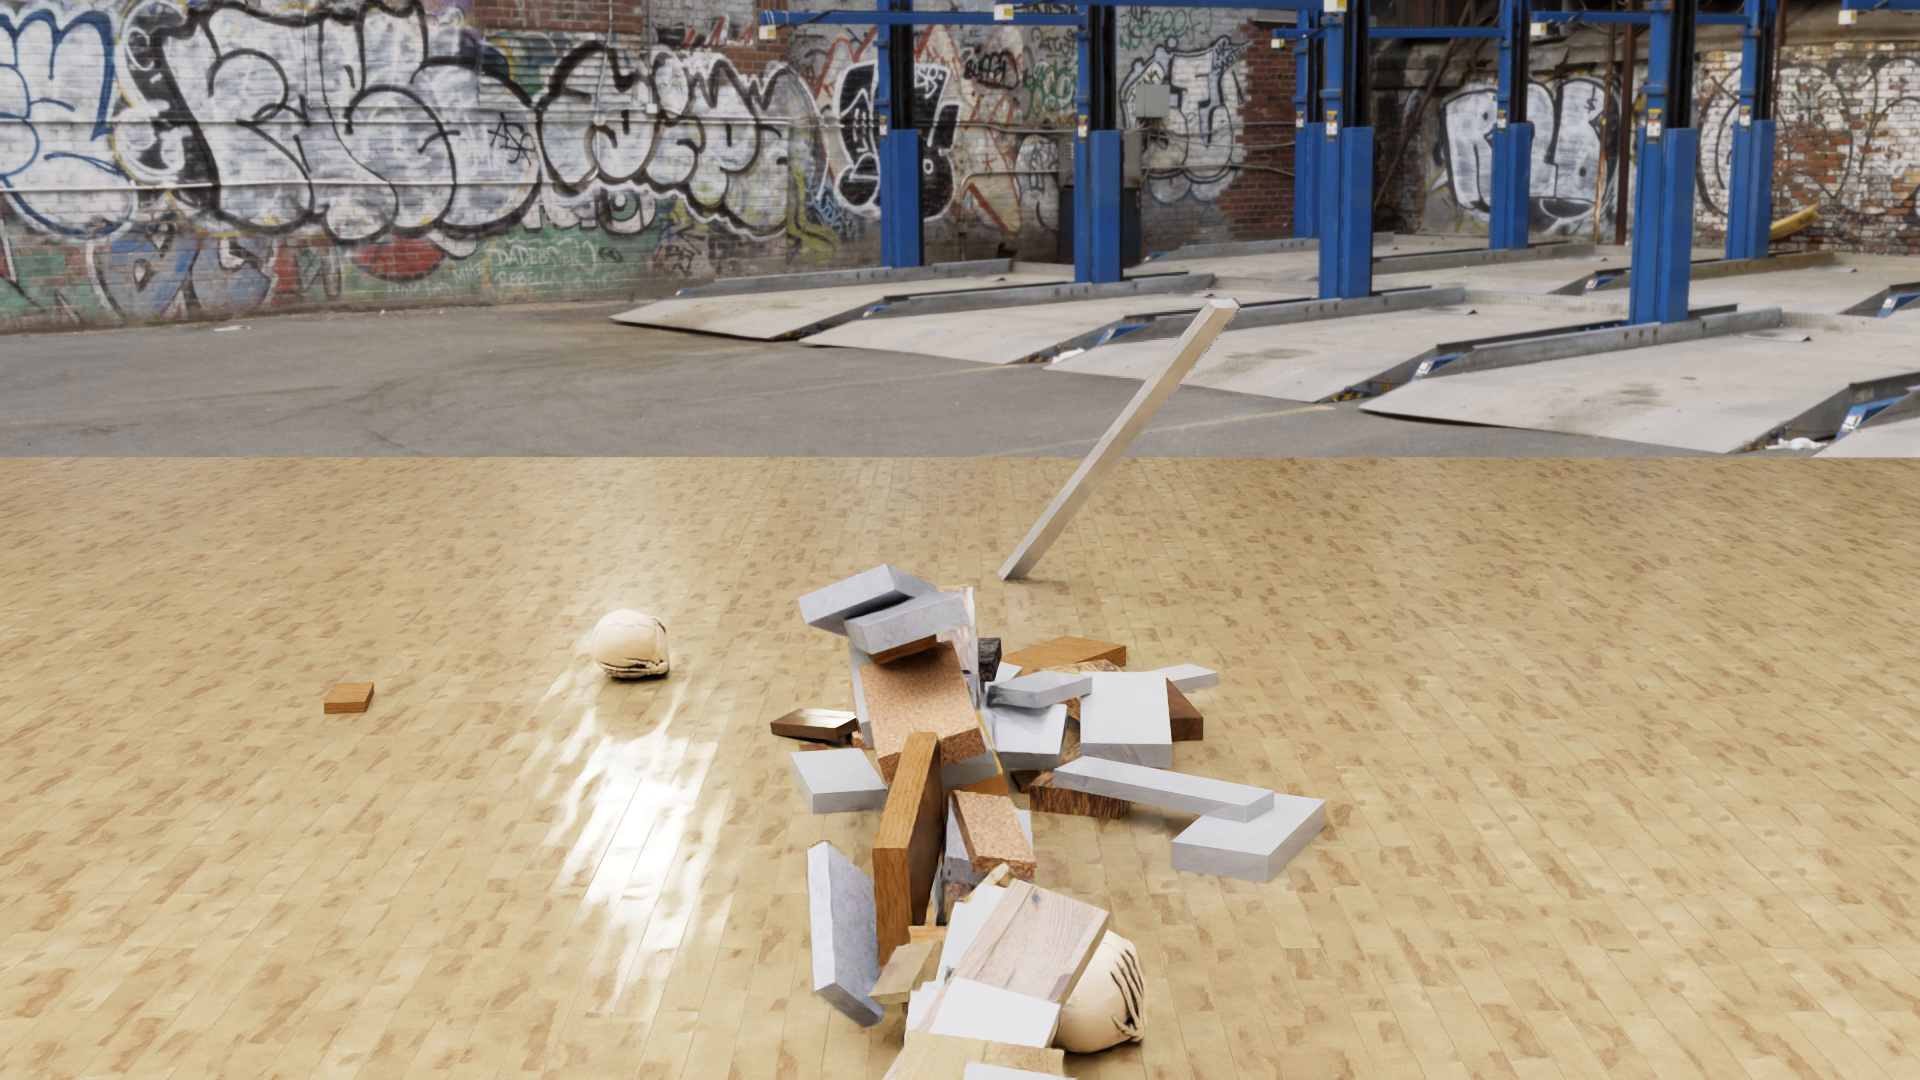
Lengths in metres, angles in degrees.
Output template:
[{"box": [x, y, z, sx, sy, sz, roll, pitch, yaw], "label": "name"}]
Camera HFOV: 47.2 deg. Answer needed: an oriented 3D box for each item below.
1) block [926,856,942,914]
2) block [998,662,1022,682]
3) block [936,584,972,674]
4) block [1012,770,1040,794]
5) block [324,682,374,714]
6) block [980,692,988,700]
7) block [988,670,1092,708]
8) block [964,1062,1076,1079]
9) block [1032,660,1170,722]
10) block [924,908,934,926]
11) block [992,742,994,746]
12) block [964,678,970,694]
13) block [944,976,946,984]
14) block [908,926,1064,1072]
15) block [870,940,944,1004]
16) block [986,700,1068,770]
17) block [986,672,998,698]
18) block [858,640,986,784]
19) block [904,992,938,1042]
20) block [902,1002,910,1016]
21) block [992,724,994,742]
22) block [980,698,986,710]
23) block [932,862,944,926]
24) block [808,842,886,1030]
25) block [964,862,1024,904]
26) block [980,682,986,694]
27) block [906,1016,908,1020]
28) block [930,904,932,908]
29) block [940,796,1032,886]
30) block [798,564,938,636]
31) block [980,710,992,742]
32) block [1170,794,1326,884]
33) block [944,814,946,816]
[{"box": [-0.010, 0.560, 3.592, 0.115, 0.033, 0.230, -1, 25, -5], "label": "block"}, {"box": [0.049, 0.314, 4.757, 0.103, 0.029, 0.205, 13, 23, 20], "label": "block"}, {"box": [-0.046, 0.182, 4.166, 0.128, 0.036, 0.256, -5, 37, 2], "label": "block"}, {"box": [0.135, 0.470, 4.277, 0.053, 0.015, 0.105, -2, 11, -8], "label": "block"}, {"box": [-1.357, 0.351, 4.888, 0.088, 0.025, 0.176, -2, 11, -9], "label": "block"}, {"box": [-0.019, 0.397, 4.371, 0.149, 0.042, 0.298, 0, 27, 0], "label": "block"}, {"box": [0.161, 0.296, 4.368, 0.112, 0.032, 0.225, 5, 8, 31], "label": "block"}, {"box": [0.069, 0.586, 1.962, 0.161, 0.046, 0.322, 9, 19, 2], "label": "block"}, {"box": [0.296, 0.327, 4.690, 0.174, 0.049, 0.348, -7, 12, -18], "label": "block"}, {"box": [-0.030, 0.613, 3.368, 0.076, 0.021, 0.151, 14, 25, 13], "label": "block"}, {"box": [0.001, 0.459, 3.996, 0.118, 0.033, 0.236, 0, 38, 1], "label": "block"}, {"box": [-0.030, 0.324, 3.947, 0.086, 0.024, 0.172, -6, 43, 10], "label": "block"}, {"box": [0.050, 0.489, 2.617, 0.091, 0.026, 0.182, 8, 24, 13], "label": "block"}, {"box": [0.026, 0.605, 2.831, 0.170, 0.048, 0.339, 3, 20, -6], "label": "block"}, {"box": [-0.065, 0.554, 2.816, 0.021, 0.076, 0.151, 35, -23, -10], "label": "block"}, {"box": [0.060, 0.375, 4.274, 0.283, 0.040, 0.142, 2, 38, 9], "label": "block"}, {"box": [-0.001, 0.347, 4.557, 0.149, 0.042, 0.298, 0, 33, 2], "label": "block"}, {"box": [-0.066, 0.281, 3.671, 0.170, 0.048, 0.339, -17, 23, -1], "label": "block"}, {"box": [-0.003, 0.629, 2.402, 0.134, 0.038, 0.267, 5, 51, 4], "label": "block"}, {"box": [0.006, 0.611, 3.112, 0.170, 0.048, 0.339, 4, 2, -1], "label": "block"}, {"box": [0.001, 0.438, 4.081, 0.122, 0.035, 0.244, 0, 39, 1], "label": "block"}, {"box": [-0.004, 0.402, 4.185, 0.122, 0.035, 0.244, -5, 39, 0], "label": "block"}, {"box": [-0.005, 0.558, 3.442, 0.076, 0.021, 0.151, 5, 25, -7], "label": "block"}, {"box": [-0.161, 0.556, 3.102, 0.034, 0.121, 0.241, -28, 41, 19], "label": "block"}, {"box": [0.078, 0.511, 3.020, 0.076, 0.151, 0.021, -43, 36, 1], "label": "block"}, {"box": [-0.035, 0.295, 4.256, 0.122, 0.035, 0.244, -3, 4, 12], "label": "block"}, {"box": [0.017, 0.679, 2.886, 0.170, 0.048, 0.339, 4, 6, -3], "label": "block"}, {"box": [-0.008, 0.580, 3.480, 0.076, 0.021, 0.151, 5, 36, 3], "label": "block"}, {"box": [0.042, 0.474, 3.425, 0.134, 0.038, 0.268, 10, 12, -1], "label": "block"}, {"box": [-0.158, 0.117, 4.010, 0.172, 0.049, 0.344, -21, -12, 11], "label": "block"}, {"box": [-0.001, 0.376, 4.025, 0.118, 0.033, 0.236, 0, 20, 1], "label": "block"}, {"box": [0.516, 0.521, 3.906, 0.174, 0.049, 0.347, 5, 12, 25], "label": "block"}, {"box": [0.023, 0.474, 3.708, 0.115, 0.033, 0.229, -4, 14, -6], "label": "block"}]
